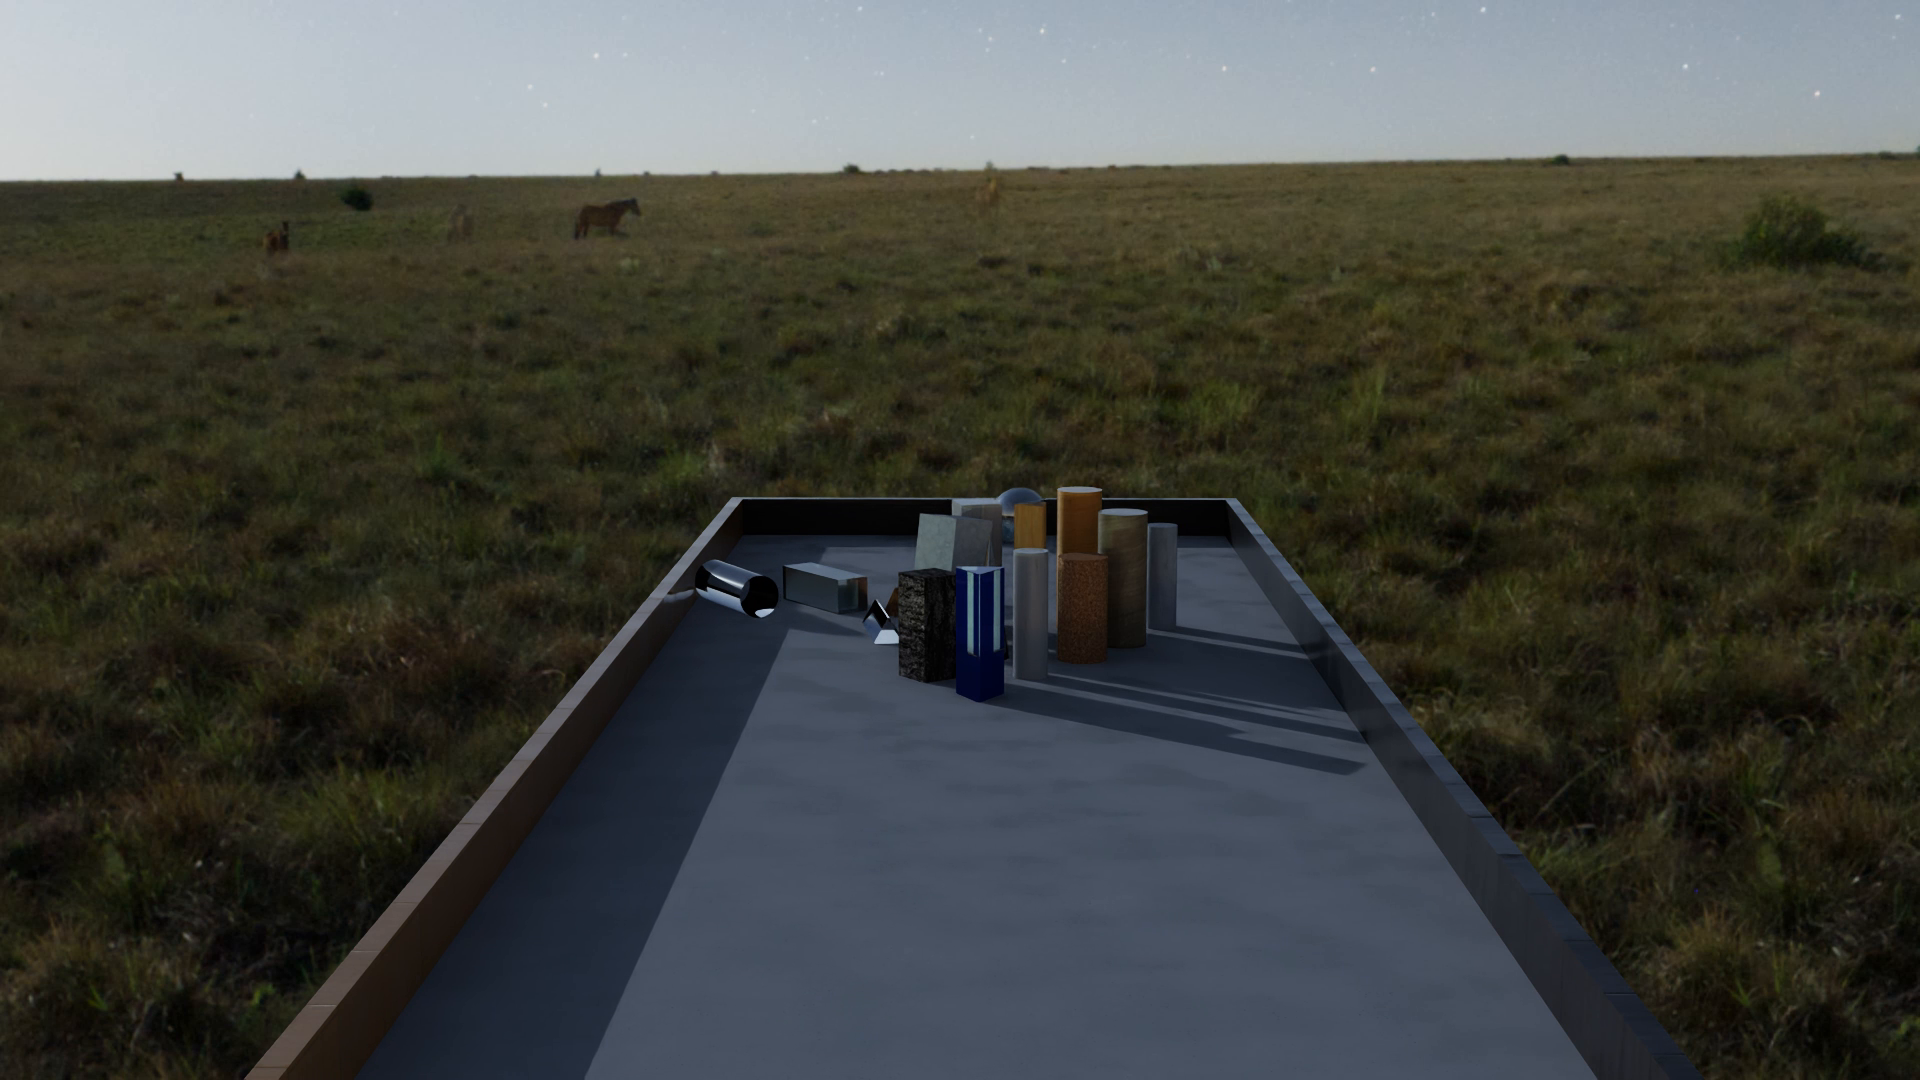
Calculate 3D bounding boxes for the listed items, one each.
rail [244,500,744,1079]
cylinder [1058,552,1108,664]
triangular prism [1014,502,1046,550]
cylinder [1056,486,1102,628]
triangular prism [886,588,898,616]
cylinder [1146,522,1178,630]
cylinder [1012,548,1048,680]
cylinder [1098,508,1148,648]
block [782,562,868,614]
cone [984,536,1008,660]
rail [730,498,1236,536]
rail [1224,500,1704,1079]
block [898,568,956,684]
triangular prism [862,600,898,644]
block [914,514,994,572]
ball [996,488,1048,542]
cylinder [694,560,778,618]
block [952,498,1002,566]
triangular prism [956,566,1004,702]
[{"bbox_3d":[-1.004,0.839,3.234,0.050,0.150,12.000,0,9,1],"label":"rail"},{"bbox_3d":[0.373,0.206,6.694,0.152,0.317,0.152,0,9,0],"label":"cylinder"},{"bbox_3d":[0.242,0.105,6.924,0.109,0.444,0.094,7,11,36],"label":"triangular prism"},{"bbox_3d":[0.388,0.062,7.164,0.146,0.456,0.146,0,9,0],"label":"cylinder"},{"bbox_3d":[-0.083,0.184,7.528,0.110,0.095,0.404,7,12,41],"label":"triangular prism"},{"bbox_3d":[0.657,0.118,7.185,0.104,0.338,0.104,0,9,0],"label":"cylinder"},{"bbox_3d":[0.207,0.216,6.448,0.103,0.375,0.103,0,9,0],"label":"cylinder"},{"bbox_3d":[0.509,0.120,6.910,0.156,0.420,0.156,0,9,0],"label":"cylinder"},{"bbox_3d":[-0.467,0.165,7.589,0.118,0.118,0.356,-6,11,-35],"label":"block"},{"bbox_3d":[0.091,0.164,6.707,0.120,0.396,0.120,0,9,0],"label":"cone"},{"bbox_3d":[0.099,-0.098,9.147,2.100,0.150,0.050,0,9,1],"label":"rail"},{"bbox_3d":[1.046,0.843,3.208,0.050,0.150,12.000,0,9,1],"label":"rail"},{"bbox_3d":[-0.088,0.249,6.452,0.132,0.309,0.132,-6,11,-35],"label":"block"},{"bbox_3d":[-0.251,0.259,7.101,0.093,0.081,0.329,-2,9,-9],"label":"triangular prism"},{"bbox_3d":[-0.030,0.119,6.959,0.164,0.386,0.164,9,4,45],"label":"block"},{"bbox_3d":[0.243,-0.102,8.933,0.226,0.226,0.226,0,9,0],"label":"ball"},{"bbox_3d":[-0.765,0.164,7.514,0.143,0.143,0.372,-5,10,-30],"label":"cylinder"},{"bbox_3d":[0.055,0.081,7.171,0.135,0.416,0.135,-2,9,-13],"label":"block"},{"bbox_3d":[0.039,0.260,6.205,0.117,0.364,0.135,6,11,32],"label":"triangular prism"}]
